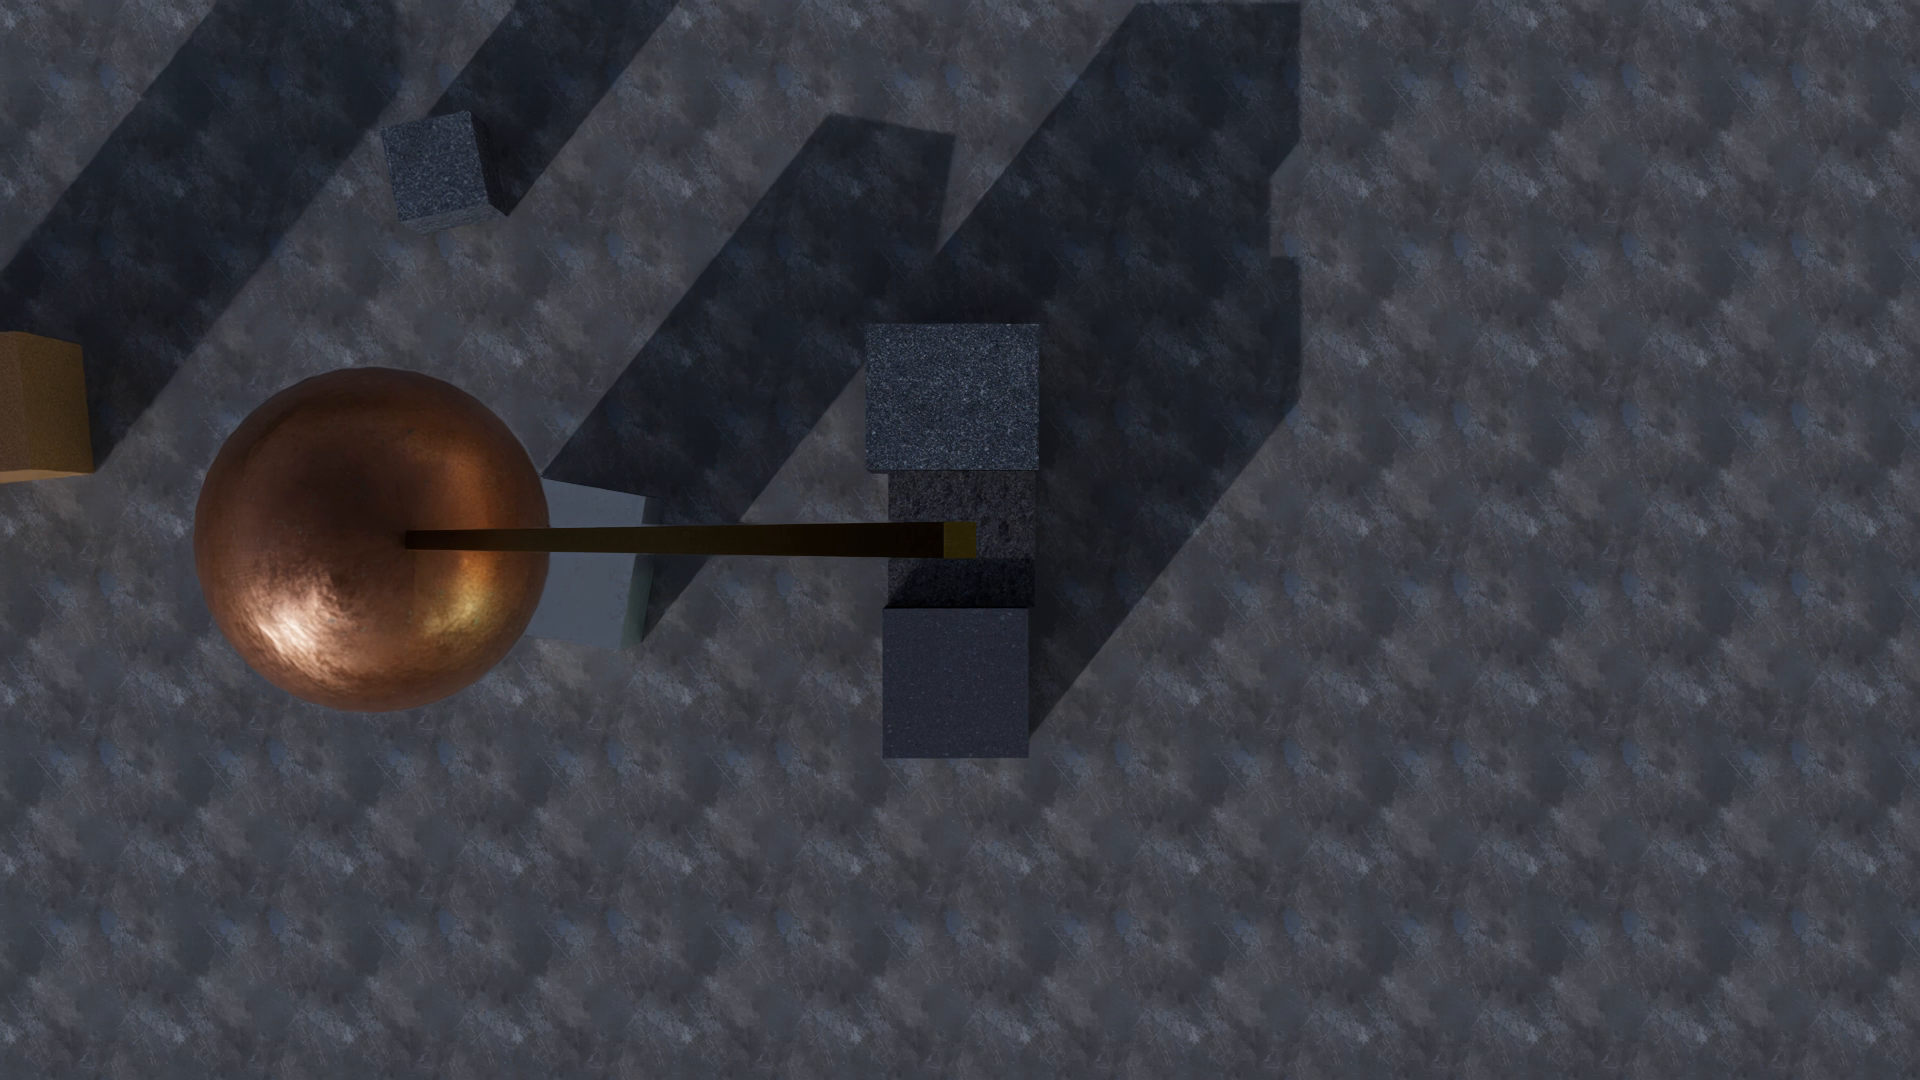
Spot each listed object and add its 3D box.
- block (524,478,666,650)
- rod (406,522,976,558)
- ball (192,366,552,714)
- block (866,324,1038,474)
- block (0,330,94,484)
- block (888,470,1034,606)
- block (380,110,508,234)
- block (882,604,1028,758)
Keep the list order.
[{"bbox_3d":[-2.187,0.120,12.577,0.763,0.845,0.867,10,90,0],"label":"block"},{"bbox_3d":[-1.168,0.000,7.115,0.080,5.200,0.080,0,90,-27],"label":"rod"},{"bbox_3d":[-2.696,0.000,10.152,1.600,1.600,1.600,0,90,0],"label":"ball"},{"bbox_3d":[-0.043,-0.797,12.612,0.961,0.776,0.811,0,90,0],"label":"block"},{"bbox_3d":[-5.598,-0.726,12.554,0.891,0.891,0.766,-6,90,0],"label":"block"},{"bbox_3d":[0.008,-0.009,12.651,0.821,0.697,0.761,0,90,0],"label":"block"},{"bbox_3d":[-2.984,-2.124,12.740,0.521,0.519,0.543,-12,90,0],"label":"block"},{"bbox_3d":[-0.025,0.795,12.597,0.809,0.807,0.830,0,90,0],"label":"block"}]
